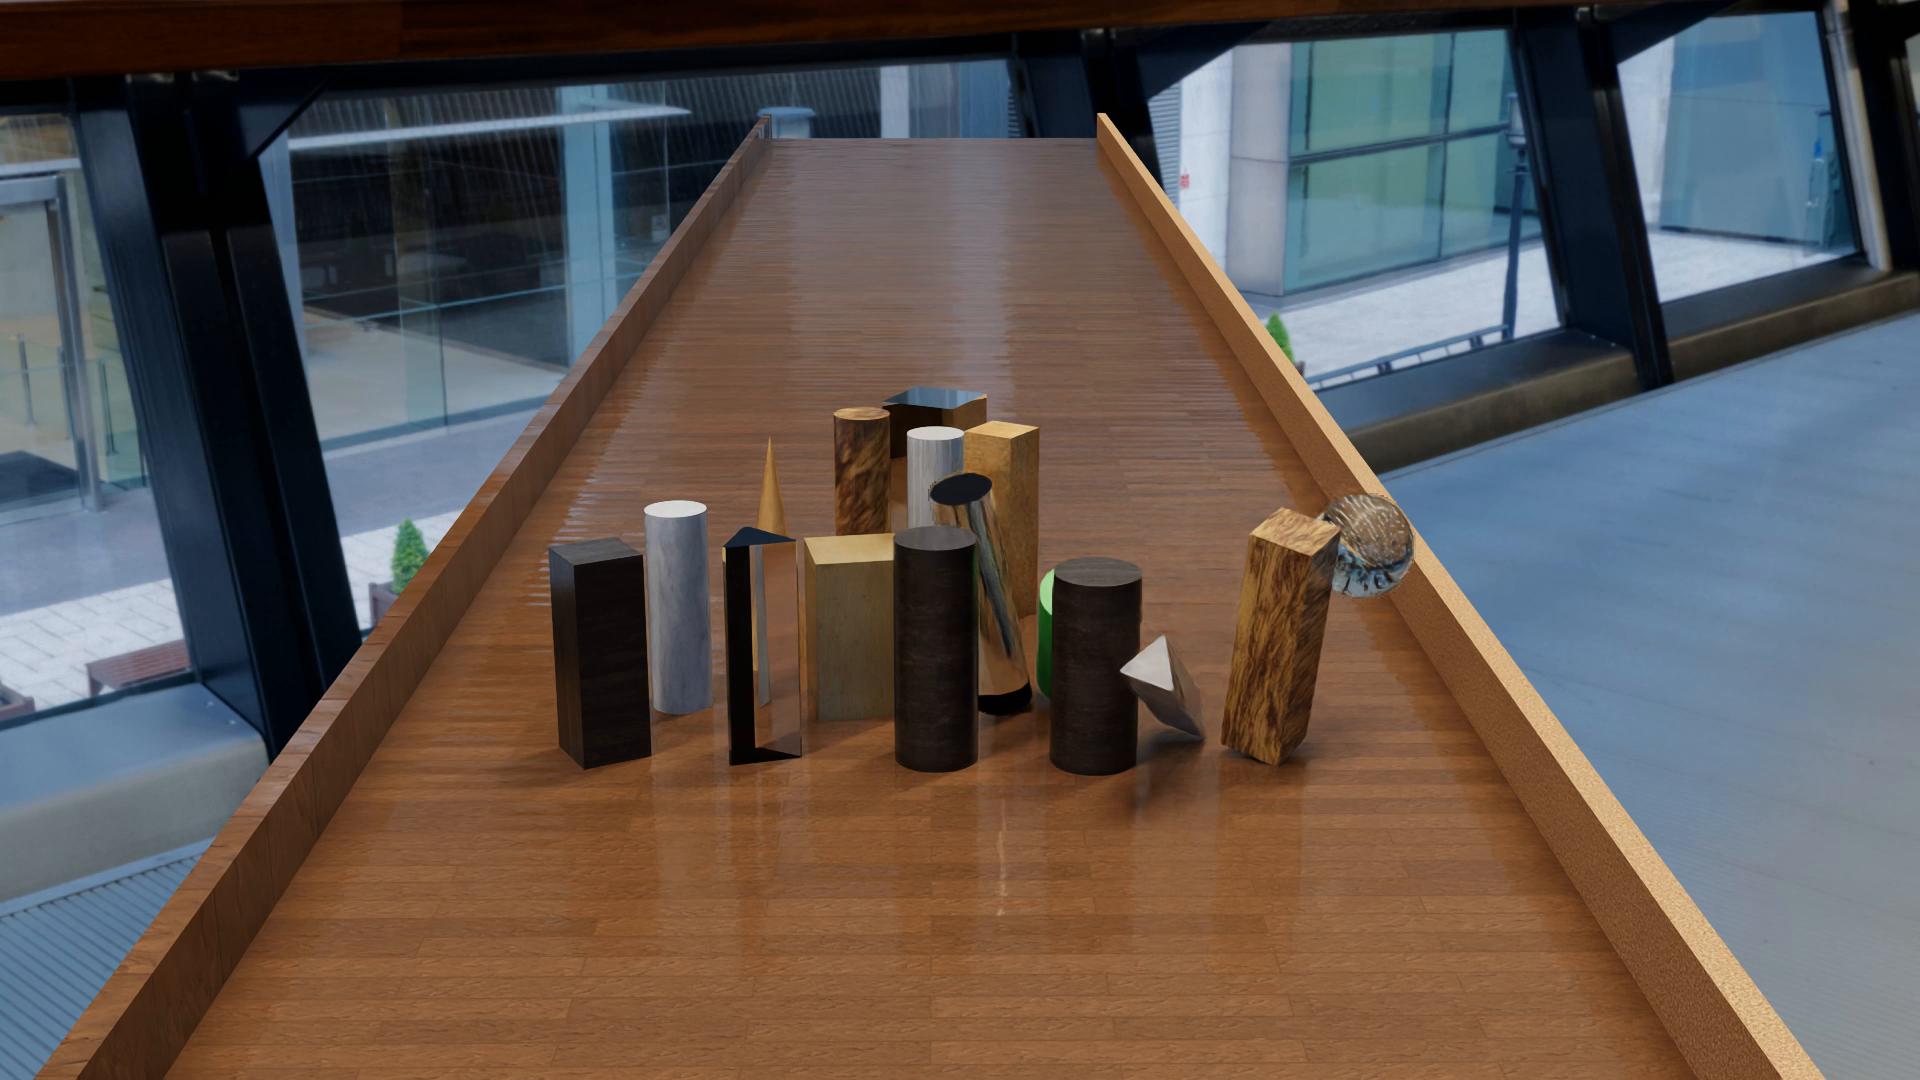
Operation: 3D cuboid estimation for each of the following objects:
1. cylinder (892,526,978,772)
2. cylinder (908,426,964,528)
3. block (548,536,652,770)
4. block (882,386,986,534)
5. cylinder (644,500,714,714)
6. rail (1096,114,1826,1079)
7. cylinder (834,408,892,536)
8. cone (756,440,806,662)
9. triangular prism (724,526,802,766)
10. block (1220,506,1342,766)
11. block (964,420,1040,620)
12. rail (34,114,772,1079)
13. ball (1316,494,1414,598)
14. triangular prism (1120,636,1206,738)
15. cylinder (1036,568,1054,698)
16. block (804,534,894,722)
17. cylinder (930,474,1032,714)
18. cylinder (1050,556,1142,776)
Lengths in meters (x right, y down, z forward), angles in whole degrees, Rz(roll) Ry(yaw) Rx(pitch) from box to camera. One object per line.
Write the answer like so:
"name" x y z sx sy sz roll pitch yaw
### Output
"cylinder" -0.042 0.192 3.867 0.149 0.407 0.149 0 17 0
"cylinder" -0.048 0.011 4.385 0.113 0.460 0.113 0 17 0
"block" -0.637 0.199 3.897 0.127 0.376 0.127 -9 19 -29
"block" -0.055 -0.115 4.888 0.171 0.413 0.171 8 18 25
"cylinder" -0.528 0.126 4.130 0.115 0.384 0.115 0 17 0
"rail" 0.932 -0.844 7.801 0.050 0.150 12.000 0 17 -1
"cylinder" -0.202 -0.046 4.596 0.116 0.448 0.116 0 17 0
"cone" -0.374 0.012 4.388 0.145 0.456 0.145 0 17 0
"triangular prism" -0.362 0.185 3.900 0.130 0.403 0.113 -5 17 -17
"block" 0.556 0.172 3.833 0.115 0.438 0.115 22 36 27
"block" 0.087 -0.037 4.642 0.114 0.404 0.114 10 20 31
"rail" -1.118 -0.838 7.780 0.050 0.150 12.000 0 17 -1
"ball" 0.707 0.011 3.875 0.184 0.184 0.184 0 17 0
"triangular prism" 0.371 0.251 3.815 0.093 0.081 0.452 20 -10 18
"cylinder" 0.208 0.177 4.075 0.128 0.308 0.128 0 58 0
"block" -0.194 0.162 4.144 0.173 0.306 0.173 -3 17 -10
"cylinder" 0.042 0.104 4.052 0.113 0.458 0.113 -9 30 5
"cylinder" 0.238 0.221 3.857 0.155 0.351 0.155 0 19 0
